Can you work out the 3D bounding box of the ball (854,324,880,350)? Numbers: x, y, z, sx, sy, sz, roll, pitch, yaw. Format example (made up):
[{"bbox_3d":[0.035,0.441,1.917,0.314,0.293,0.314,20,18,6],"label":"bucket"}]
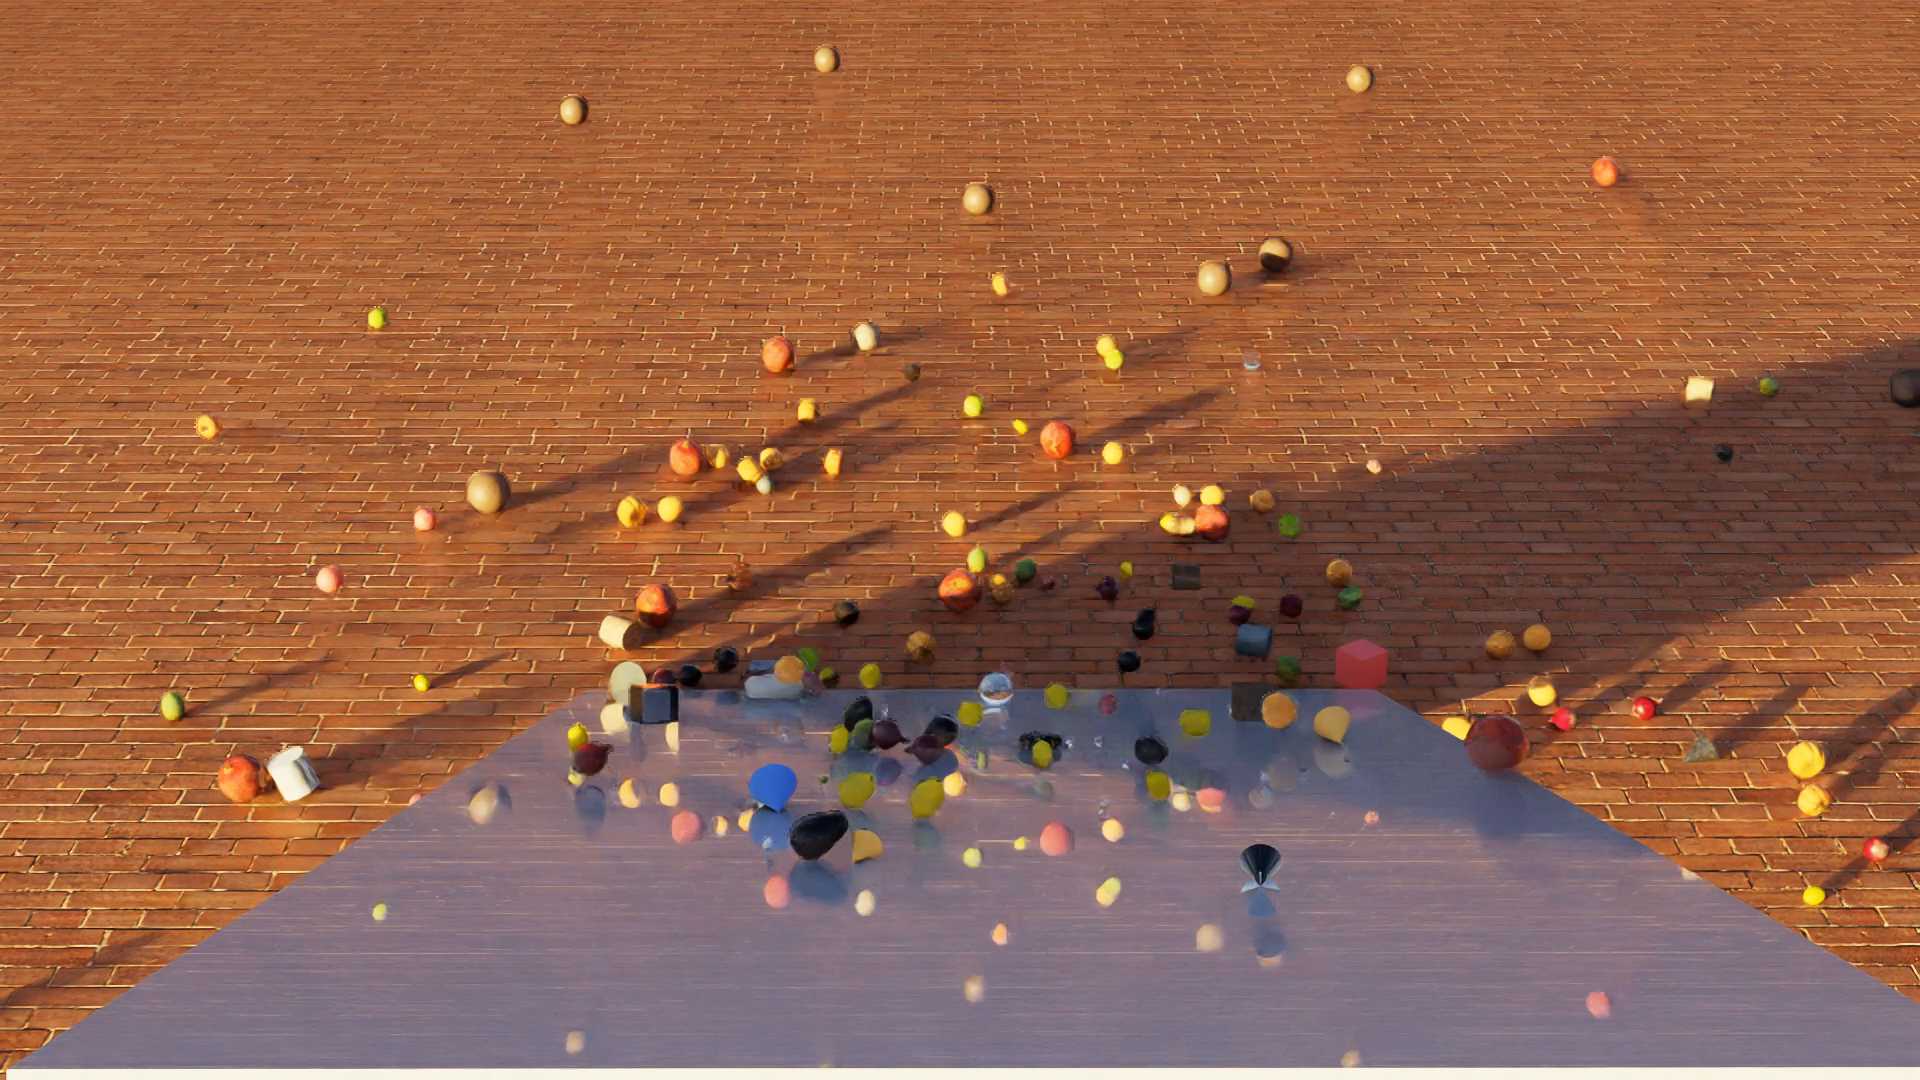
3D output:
[{"bbox_3d":[-0.330,-0.718,9.102,0.096,0.096,0.096,0,24,0],"label":"ball"}]

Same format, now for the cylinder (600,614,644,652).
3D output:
[{"bbox_3d":[-0.913,0.250,6.958,0.082,0.082,0.082,17,29,34],"label":"cylinder"}]

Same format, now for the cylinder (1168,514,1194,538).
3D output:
[{"bbox_3d":[0.654,-0.040,7.618,0.063,0.063,0.063,8,23,-7],"label":"cylinder"}]

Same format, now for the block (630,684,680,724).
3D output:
[{"bbox_3d":[-0.684,0.366,5.773,0.082,0.082,0.082,-1,2,-30],"label":"block"}]

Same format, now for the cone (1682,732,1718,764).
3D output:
[{"bbox_3d":[1.822,0.532,6.385,0.081,0.081,0.081,-31,29,-4],"label":"cone"}]

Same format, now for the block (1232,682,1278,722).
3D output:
[{"bbox_3d":[0.665,0.365,5.819,0.080,0.080,0.080,-1,2,-14],"label":"block"}]

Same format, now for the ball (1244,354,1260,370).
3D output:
[{"bbox_3d":[1.011,-0.617,8.923,0.058,0.058,0.058,0,24,0],"label":"ball"}]

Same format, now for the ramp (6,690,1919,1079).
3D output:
[{"bbox_3d":[0.055,0.501,4.547,2.000,0.100,4.000,0,2,0],"label":"ramp"}]

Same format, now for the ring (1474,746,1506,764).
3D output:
[{"bbox_3d":[1.288,0.545,6.353,0.121,0.040,0.121,-1,24,0],"label":"ring"}]

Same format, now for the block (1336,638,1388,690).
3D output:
[{"bbox_3d":[1.055,0.330,6.767,0.094,0.094,0.094,-17,29,-34],"label":"block"}]

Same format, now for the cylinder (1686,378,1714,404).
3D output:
[{"bbox_3d":[2.482,-0.501,8.638,0.079,0.079,0.079,9,26,22],"label":"cylinder"}]

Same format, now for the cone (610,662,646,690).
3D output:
[{"bbox_3d":[-0.884,0.369,6.741,0.095,0.095,0.095,-13,1,-27],"label":"cone"}]

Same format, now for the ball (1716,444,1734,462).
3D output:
[{"bbox_3d":[2.427,-0.275,8.168,0.052,0.052,0.052,0,24,0],"label":"ball"}]

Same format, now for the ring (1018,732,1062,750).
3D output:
[{"bbox_3d":[0.164,0.410,5.265,0.089,0.030,0.089,1,2,0],"label":"ring"}]

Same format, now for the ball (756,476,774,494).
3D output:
[{"bbox_3d":[-0.598,-0.169,7.928,0.054,0.054,0.054,0,24,0],"label":"ball"}]

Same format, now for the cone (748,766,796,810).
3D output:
[{"bbox_3d":[-0.313,0.438,4.375,0.083,0.083,0.083,-6,22,-13],"label":"cone"}]

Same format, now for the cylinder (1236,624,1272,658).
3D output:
[{"bbox_3d":[0.789,0.270,6.907,0.081,0.081,0.081,8,25,15],"label":"cylinder"}]

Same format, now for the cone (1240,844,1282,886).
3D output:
[{"bbox_3d":[0.424,0.470,3.631,0.059,0.059,0.059,3,29,6],"label":"cone"}]

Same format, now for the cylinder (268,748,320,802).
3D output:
[{"bbox_3d":[-1.606,0.565,6.210,0.092,0.092,0.092,-20,22,8],"label":"cylinder"}]

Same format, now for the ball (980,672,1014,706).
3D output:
[{"bbox_3d":[0.086,0.354,6.105,0.081,0.081,0.081,0,24,0],"label":"ball"}]

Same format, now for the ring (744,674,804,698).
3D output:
[{"bbox_3d":[-0.460,0.362,6.354,0.149,0.050,0.149,0,3,0],"label":"ring"}]

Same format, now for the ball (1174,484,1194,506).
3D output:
[{"bbox_3d":[0.682,-0.136,7.845,0.062,0.062,0.062,0,24,0],"label":"ball"}]

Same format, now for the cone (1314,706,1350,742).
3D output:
[{"bbox_3d":[0.786,0.402,5.385,0.079,0.079,0.079,-2,29,-4],"label":"cone"}]

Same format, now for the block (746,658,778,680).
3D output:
[{"bbox_3d":[-0.515,0.358,6.725,0.071,0.071,0.071,2,20,5],"label":"block"}]

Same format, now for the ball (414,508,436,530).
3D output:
[{"bbox_3d":[-1.593,-0.061,7.671,0.067,0.067,0.067,0,24,0],"label":"ball"}]

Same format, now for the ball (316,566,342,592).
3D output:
[{"bbox_3d":[-1.736,0.109,7.096,0.070,0.070,0.070,0,24,0],"label":"ball"}]

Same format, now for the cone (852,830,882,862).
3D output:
[{"bbox_3d":[-0.149,0.465,3.830,0.050,0.050,0.050,10,33,22],"label":"cone"}]
